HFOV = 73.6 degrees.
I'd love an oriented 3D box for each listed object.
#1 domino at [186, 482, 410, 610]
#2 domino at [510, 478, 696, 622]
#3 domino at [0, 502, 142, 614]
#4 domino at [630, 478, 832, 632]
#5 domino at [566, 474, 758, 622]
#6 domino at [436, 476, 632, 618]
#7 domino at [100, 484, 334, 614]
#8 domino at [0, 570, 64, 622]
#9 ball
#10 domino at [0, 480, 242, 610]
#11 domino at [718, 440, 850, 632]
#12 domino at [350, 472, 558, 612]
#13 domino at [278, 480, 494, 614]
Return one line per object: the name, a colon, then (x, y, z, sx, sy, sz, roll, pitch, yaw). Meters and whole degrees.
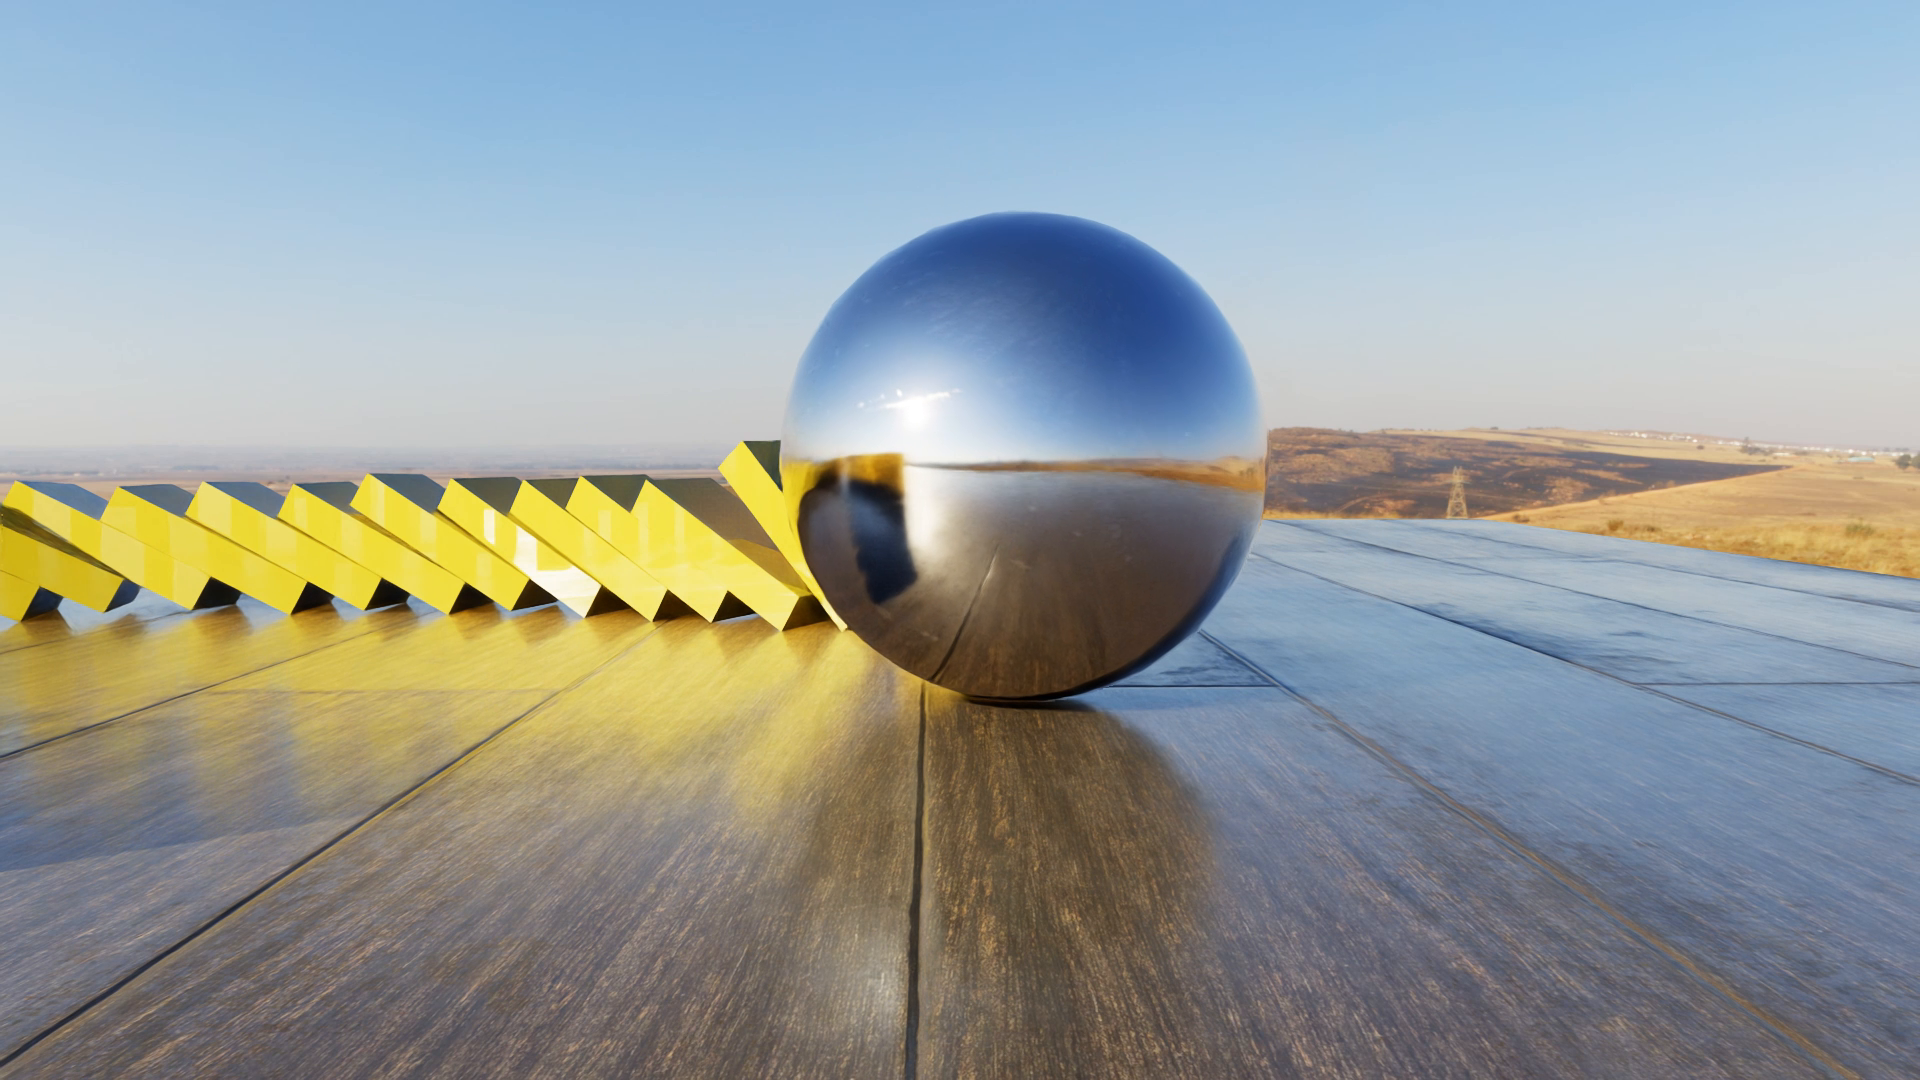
domino: (-0.168, 0.001, 0.332, 0.050, 0.009, 0.025, 29, 2, -2)
domino: (-0.086, 0.001, 0.325, 0.050, 0.010, 0.025, 34, 16, 18)
domino: (-0.231, 0.001, 0.316, 0.050, 0.010, 0.025, 29, -5, -18)
domino: (-0.052, 0.002, 0.309, 0.050, 0.009, 0.025, 35, 18, 20)
domino: (-0.070, 0.001, 0.318, 0.050, 0.009, 0.025, 35, 17, 19)
domino: (-0.106, 0.001, 0.330, 0.050, 0.010, 0.025, 33, 13, 13)
domino: (-0.187, 0.002, 0.329, 0.050, 0.009, 0.025, 28, 2, -6)
domino: (-0.247, 0.004, 0.311, 0.050, 0.010, 0.025, 27, -5, -18)
ball: (0.010, -0.013, 0.213, 0.080, 0.080, 0.080, 0, 4, 0)
domino: (-0.211, 0.001, 0.326, 0.050, 0.009, 0.025, 28, -3, -7)
domino: (-0.033, -0.002, 0.306, 0.010, 0.050, 0.025, -44, -15, 22)
domino: (-0.128, 0.000, 0.332, 0.050, 0.009, 0.025, 32, 6, 6)
domino: (-0.146, 0.001, 0.333, 0.050, 0.010, 0.025, 29, 6, 2)
